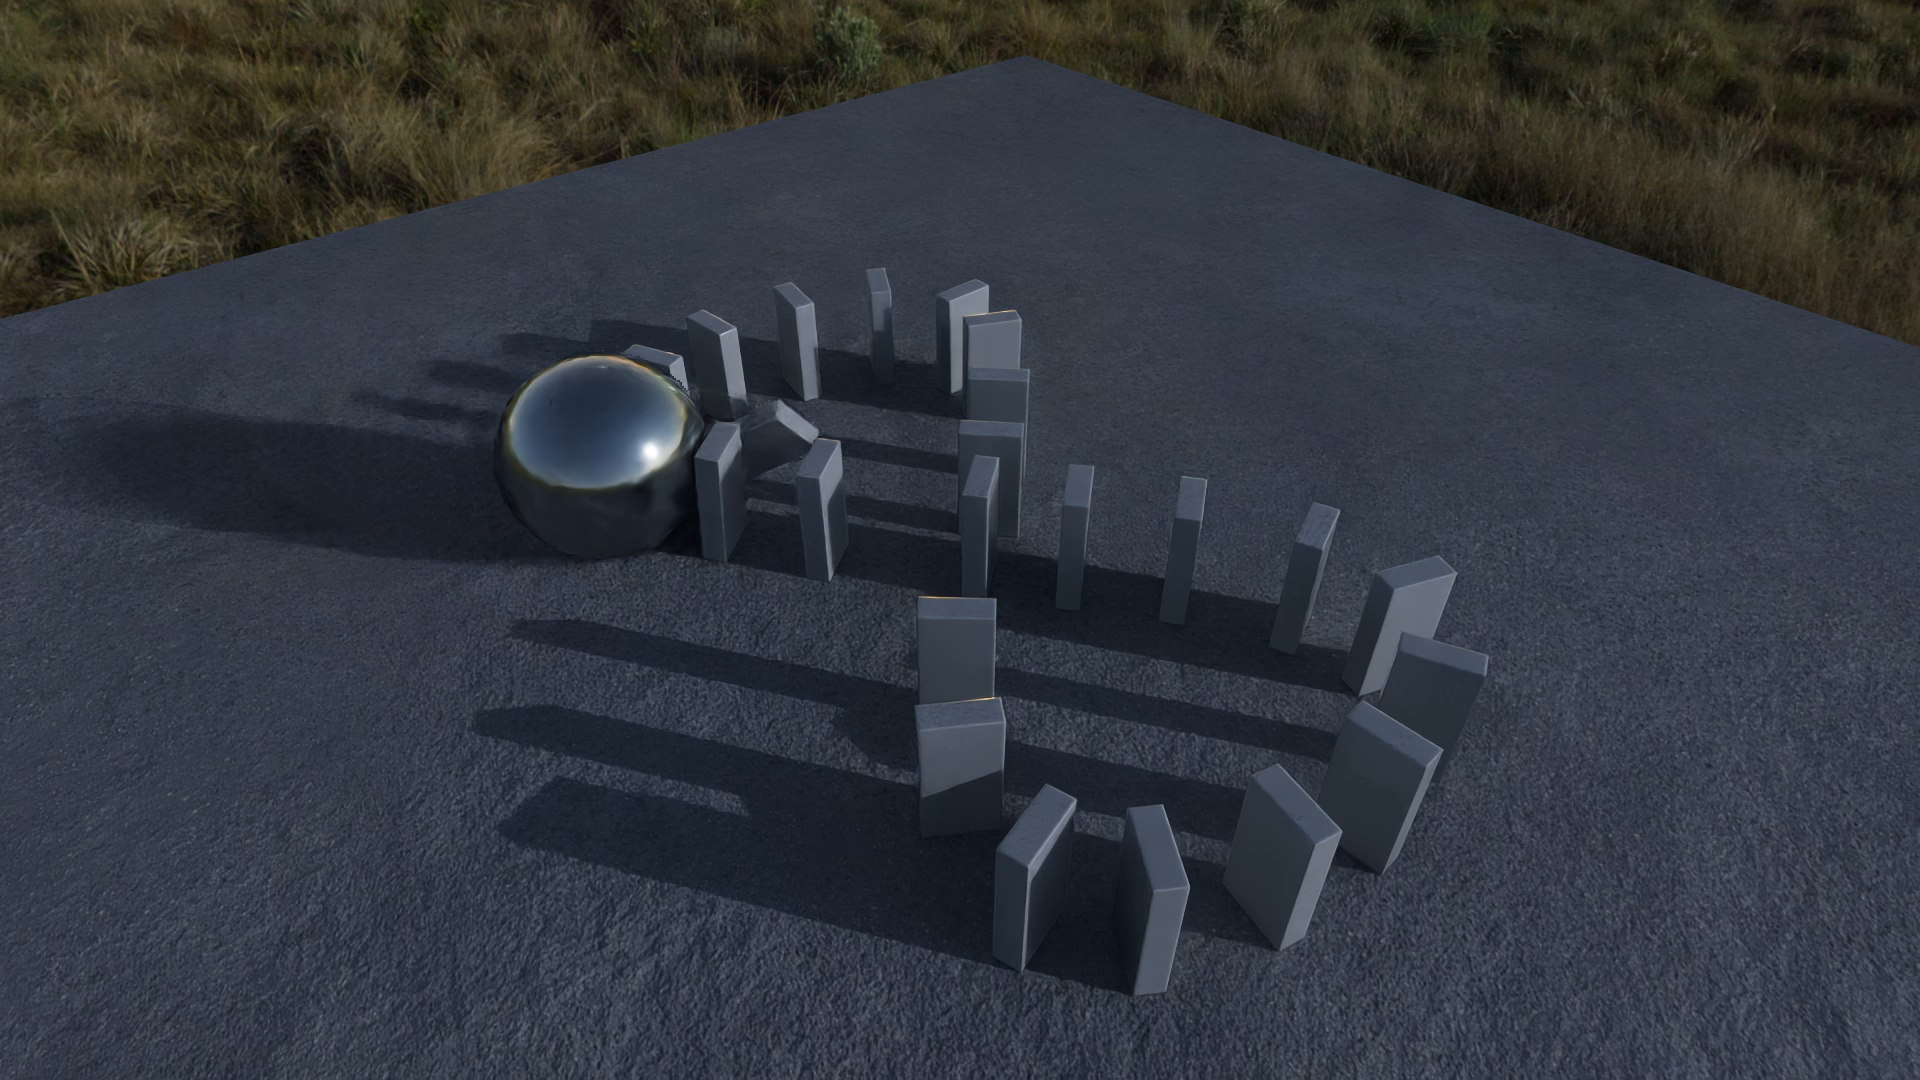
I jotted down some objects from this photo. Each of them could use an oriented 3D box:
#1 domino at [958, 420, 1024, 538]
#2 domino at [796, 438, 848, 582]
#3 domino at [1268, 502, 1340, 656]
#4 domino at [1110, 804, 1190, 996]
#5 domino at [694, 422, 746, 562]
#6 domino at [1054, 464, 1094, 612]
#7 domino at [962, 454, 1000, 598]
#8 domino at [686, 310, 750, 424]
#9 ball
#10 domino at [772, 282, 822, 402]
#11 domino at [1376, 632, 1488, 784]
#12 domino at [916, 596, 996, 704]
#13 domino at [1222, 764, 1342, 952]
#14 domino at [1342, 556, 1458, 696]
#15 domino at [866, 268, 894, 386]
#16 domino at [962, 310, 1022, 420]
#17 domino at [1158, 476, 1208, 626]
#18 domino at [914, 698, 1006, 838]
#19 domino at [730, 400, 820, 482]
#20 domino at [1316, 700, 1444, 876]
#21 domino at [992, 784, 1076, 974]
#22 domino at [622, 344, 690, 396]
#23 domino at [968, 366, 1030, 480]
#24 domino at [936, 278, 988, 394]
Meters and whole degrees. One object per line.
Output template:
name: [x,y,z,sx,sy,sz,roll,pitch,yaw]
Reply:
domino: [0.012,-0.024,0.441,0.025,0.050,0.009,4,39,4]
domino: [-0.053,-0.011,0.425,0.009,0.050,0.025,8,40,10]
domino: [0.123,0.014,0.394,0.009,0.050,0.025,19,43,22]
domino: [0.050,0.097,0.294,0.010,0.050,0.025,-5,40,-6]
domino: [-0.094,-0.019,0.434,0.010,0.050,0.025,10,40,5]
domino: [0.043,-0.001,0.412,0.009,0.050,0.025,6,40,7]
domino: [0.008,-0.004,0.417,0.009,0.050,0.025,7,40,8]
domino: [-0.111,-0.078,0.507,0.025,0.050,0.010,31,49,32]
ball: [-0.138,-0.032,0.427,0.080,0.080,0.080,0,39,0]
domino: [-0.078,-0.095,0.527,0.009,0.050,0.025,-21,44,-24]
domino: [0.145,0.053,0.346,0.025,0.050,0.009,16,42,19]
domino: [-0.001,0.041,0.362,0.025,0.050,0.010,1,39,2]
domino: [0.088,0.088,0.304,0.009,0.050,0.025,-19,43,-21]
domino: [0.149,0.030,0.375,0.025,0.050,0.010,-13,41,-15]
domino: [-0.039,-0.104,0.539,0.010,0.050,0.025,-6,40,-8]
domino: [0.014,-0.080,0.510,0.025,0.050,0.009,-9,40,-11]
domino: [0.082,0.004,0.406,0.009,0.050,0.025,9,40,11]
domino: [0.000,0.069,0.328,0.025,0.050,0.009,-5,40,-6]
domino: [-0.086,-0.040,0.460,0.050,0.025,0.010,-20,52,29]
domino: [0.121,0.073,0.322,0.010,0.050,0.025,-31,48,-32]
domino: [0.020,0.092,0.299,0.010,0.050,0.025,23,45,25]
domino: [-0.131,-0.059,0.484,0.025,0.050,0.009,16,42,19]
domino: [0.016,-0.050,0.472,0.025,0.050,0.010,3,39,4]
domino: [0.001,-0.098,0.531,0.025,0.050,0.009,-29,48,-31]
